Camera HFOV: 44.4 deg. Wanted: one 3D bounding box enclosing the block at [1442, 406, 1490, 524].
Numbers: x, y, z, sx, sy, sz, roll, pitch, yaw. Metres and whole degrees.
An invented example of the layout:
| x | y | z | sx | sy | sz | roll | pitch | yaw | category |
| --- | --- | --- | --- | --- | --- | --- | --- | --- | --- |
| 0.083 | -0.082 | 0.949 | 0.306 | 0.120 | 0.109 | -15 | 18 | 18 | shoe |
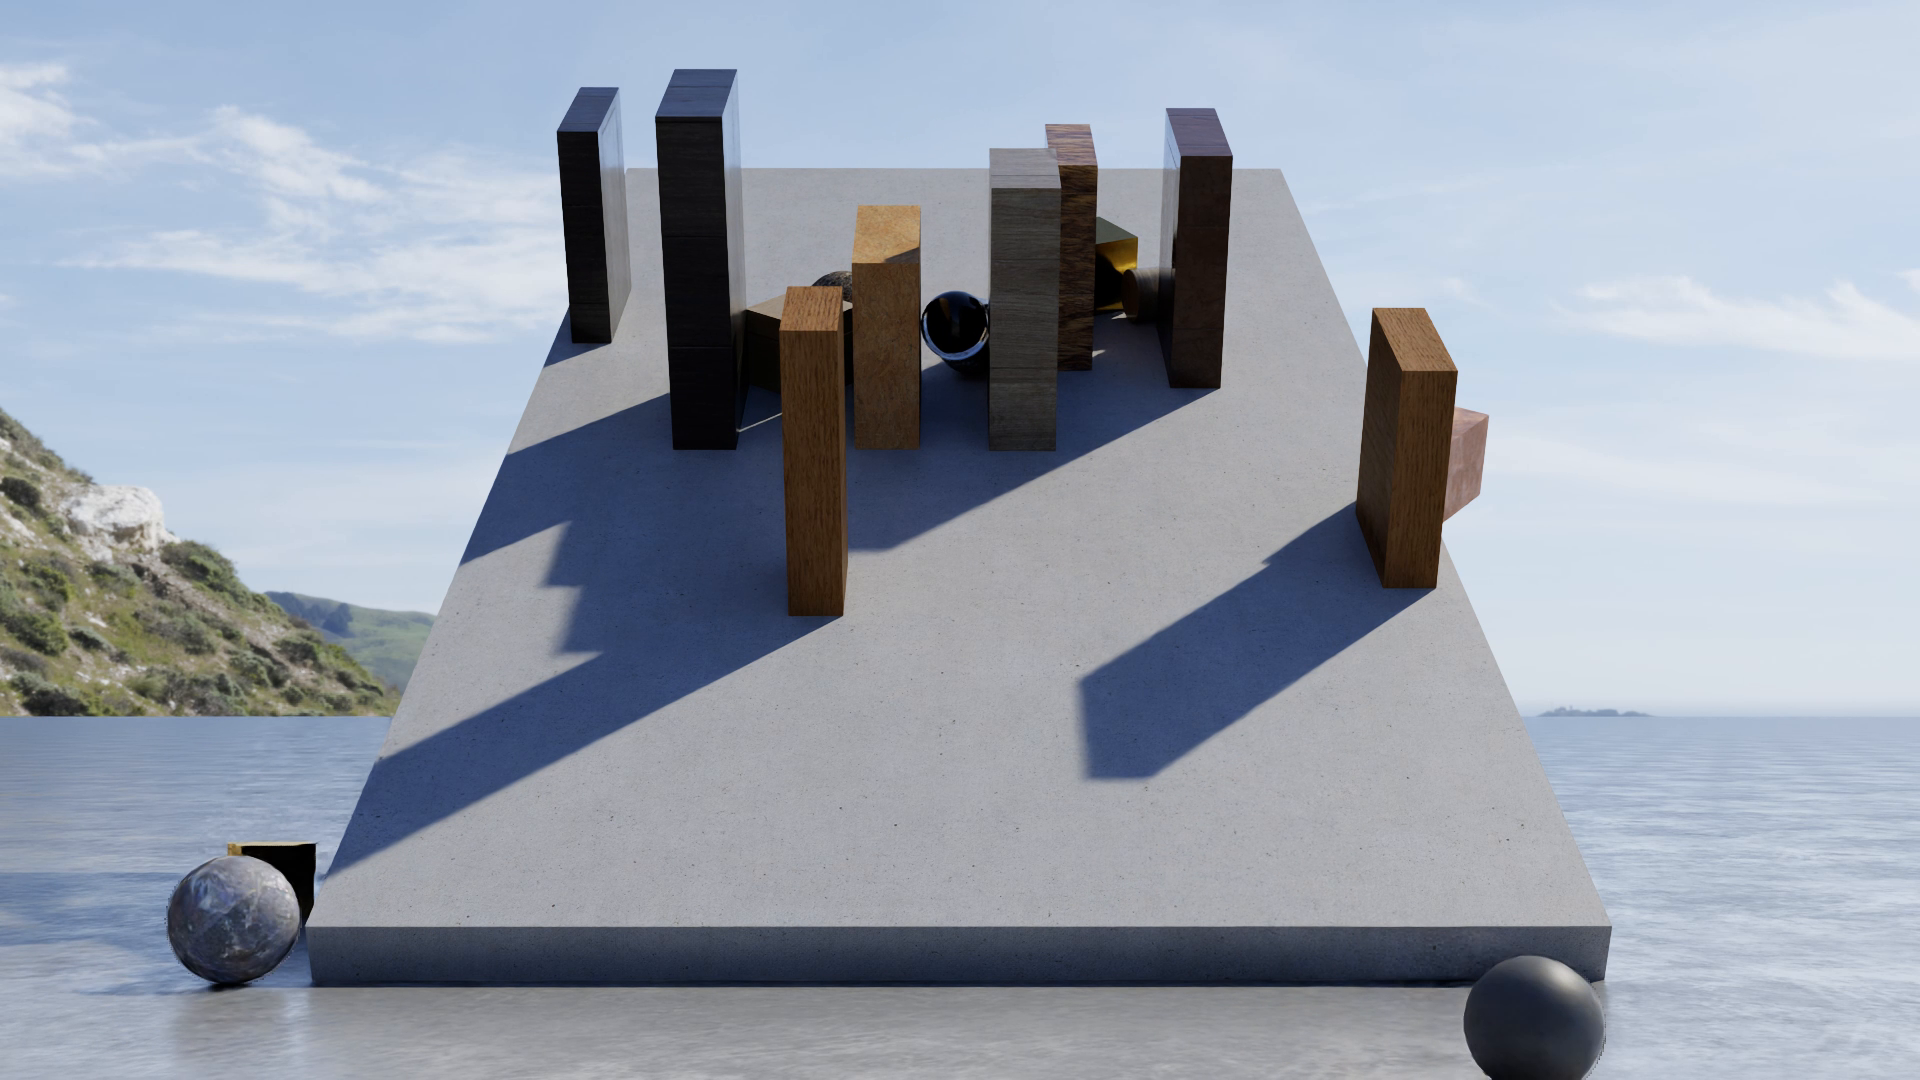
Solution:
| x | y | z | sx | sy | sz | roll | pitch | yaw | category |
| --- | --- | --- | --- | --- | --- | --- | --- | --- | --- |
| 0.986 | -0.173 | 4.979 | 0.185 | 0.185 | 0.185 | 18 | 31 | 32 | block |

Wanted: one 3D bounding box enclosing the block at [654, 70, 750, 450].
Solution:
| x | y | z | sx | sy | sz | roll | pitch | yaw | category |
| --- | --- | --- | --- | --- | --- | --- | --- | --- | --- |
| -0.569 | -0.628 | 5.256 | 0.140 | 0.759 | 0.394 | 0 | 26 | 0 | block |

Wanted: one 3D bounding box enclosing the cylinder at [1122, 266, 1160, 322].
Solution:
| x | y | z | sx | sy | sz | roll | pitch | yaw | category |
| --- | --- | --- | --- | --- | --- | --- | --- | --- | --- |
| 0.496 | -0.627 | 5.982 | 0.135 | 0.135 | 0.135 | -7 | -2 | -14 | cylinder |

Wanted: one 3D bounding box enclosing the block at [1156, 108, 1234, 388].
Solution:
| x | y | z | sx | sy | sz | roll | pitch | yaw | category |
| --- | --- | --- | --- | --- | --- | --- | --- | --- | --- |
| 0.559 | -0.704 | 5.642 | 0.120 | 0.567 | 0.407 | 0 | 26 | 0 | block |

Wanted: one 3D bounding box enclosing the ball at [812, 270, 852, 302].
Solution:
| x | y | z | sx | sy | sz | roll | pitch | yaw | category |
| --- | --- | --- | --- | --- | --- | --- | --- | --- | --- |
| -0.283 | -0.552 | 5.734 | 0.209 | 0.209 | 0.209 | 0 | -4 | 0 | ball |

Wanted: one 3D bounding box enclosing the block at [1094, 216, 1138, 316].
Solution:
| x | y | z | sx | sy | sz | roll | pitch | yaw | category |
| --- | --- | --- | --- | --- | --- | --- | --- | --- | --- |
| 0.324 | -0.704 | 6.073 | 0.192 | 0.192 | 0.192 | -13 | 28 | -25 | block |

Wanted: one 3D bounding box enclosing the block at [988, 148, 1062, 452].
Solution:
| x | y | z | sx | sy | sz | roll | pitch | yaw | category |
| --- | --- | --- | --- | --- | --- | --- | --- | --- | --- |
| 0.139 | -0.537 | 5.245 | 0.148 | 0.607 | 0.300 | 0 | 26 | 0 | block |

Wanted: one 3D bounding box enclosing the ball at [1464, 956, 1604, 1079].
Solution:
| x | y | z | sx | sy | sz | roll | pitch | yaw | category |
| --- | --- | --- | --- | --- | --- | --- | --- | --- | --- |
| 0.624 | 0.528 | 2.561 | 0.149 | 0.149 | 0.149 | 0 | -4 | 0 | ball |

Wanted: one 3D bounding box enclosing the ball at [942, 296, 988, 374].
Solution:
| x | y | z | sx | sy | sz | roll | pitch | yaw | category |
| --- | --- | --- | --- | --- | --- | --- | --- | --- | --- |
| 0.030 | -0.489 | 5.633 | 0.186 | 0.186 | 0.186 | 0 | -4 | 0 | ball |

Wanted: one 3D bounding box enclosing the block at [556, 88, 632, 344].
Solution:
| x | y | z | sx | sy | sz | roll | pitch | yaw | category |
| --- | --- | --- | --- | --- | --- | --- | --- | --- | --- |
| -0.915 | -0.820 | 5.908 | 0.099 | 0.539 | 0.408 | 0 | 26 | 0 | block |

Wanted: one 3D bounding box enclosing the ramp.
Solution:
| x | y | z | sx | sy | sz | roll | pitch | yaw | category |
| --- | --- | --- | --- | --- | --- | --- | --- | --- | --- |
| -0.009 | -0.229 | 5.420 | 2.000 | 0.100 | 4.000 | 0 | 26 | 0 | ramp |

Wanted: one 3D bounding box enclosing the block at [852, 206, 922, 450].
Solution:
| x | y | z | sx | sy | sz | roll | pitch | yaw | category |
| --- | --- | --- | --- | --- | --- | --- | --- | --- | --- |
| -0.163 | -0.488 | 5.338 | 0.144 | 0.437 | 0.409 | 0 | 26 | 0 | block |

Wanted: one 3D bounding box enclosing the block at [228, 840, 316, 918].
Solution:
| x | y | z | sx | sy | sz | roll | pitch | yaw | category |
| --- | --- | --- | --- | --- | --- | --- | --- | --- | --- |
| -1.403 | 0.691 | 4.783 | 0.146 | 0.146 | 0.146 | 2 | -5 | -27 | block |

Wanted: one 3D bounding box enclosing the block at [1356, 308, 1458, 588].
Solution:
| x | y | z | sx | sy | sz | roll | pitch | yaw | category |
| --- | --- | --- | --- | --- | --- | --- | --- | --- | --- |
| 0.886 | -0.187 | 4.691 | 0.105 | 0.460 | 0.348 | 0 | 26 | 0 | block |

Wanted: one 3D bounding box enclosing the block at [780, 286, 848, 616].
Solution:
| x | y | z | sx | sy | sz | roll | pitch | yaw | category |
| --- | --- | --- | --- | --- | --- | --- | --- | --- | --- |
| -0.277 | -0.169 | 4.503 | 0.105 | 0.584 | 0.240 | 0 | 26 | 0 | block |

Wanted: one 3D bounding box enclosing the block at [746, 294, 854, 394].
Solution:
| x | y | z | sx | sy | sz | roll | pitch | yaw | category |
| --- | --- | --- | --- | --- | --- | --- | --- | --- | --- |
| -0.372 | -0.463 | 5.572 | 0.189 | 0.189 | 0.189 | 20 | 32 | 35 | block |

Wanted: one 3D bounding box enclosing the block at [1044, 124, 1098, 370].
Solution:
| x | y | z | sx | sy | sz | roll | pitch | yaw | category |
| --- | --- | --- | --- | --- | --- | --- | --- | --- | --- |
| 0.264 | -0.716 | 5.729 | 0.110 | 0.512 | 0.351 | 0 | 26 | 0 | block |

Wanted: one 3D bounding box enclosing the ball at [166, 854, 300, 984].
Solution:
| x | y | z | sx | sy | sz | roll | pitch | yaw | category |
| --- | --- | --- | --- | --- | --- | --- | --- | --- | --- |
| -1.112 | 0.580 | 3.597 | 0.195 | 0.195 | 0.195 | 0 | -4 | 0 | ball |

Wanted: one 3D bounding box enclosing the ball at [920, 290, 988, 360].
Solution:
| x | y | z | sx | sy | sz | roll | pitch | yaw | category |
| --- | --- | --- | --- | --- | --- | --- | --- | --- | --- |
| -0.011 | -0.499 | 5.464 | 0.162 | 0.162 | 0.162 | 0 | -4 | 0 | ball |
